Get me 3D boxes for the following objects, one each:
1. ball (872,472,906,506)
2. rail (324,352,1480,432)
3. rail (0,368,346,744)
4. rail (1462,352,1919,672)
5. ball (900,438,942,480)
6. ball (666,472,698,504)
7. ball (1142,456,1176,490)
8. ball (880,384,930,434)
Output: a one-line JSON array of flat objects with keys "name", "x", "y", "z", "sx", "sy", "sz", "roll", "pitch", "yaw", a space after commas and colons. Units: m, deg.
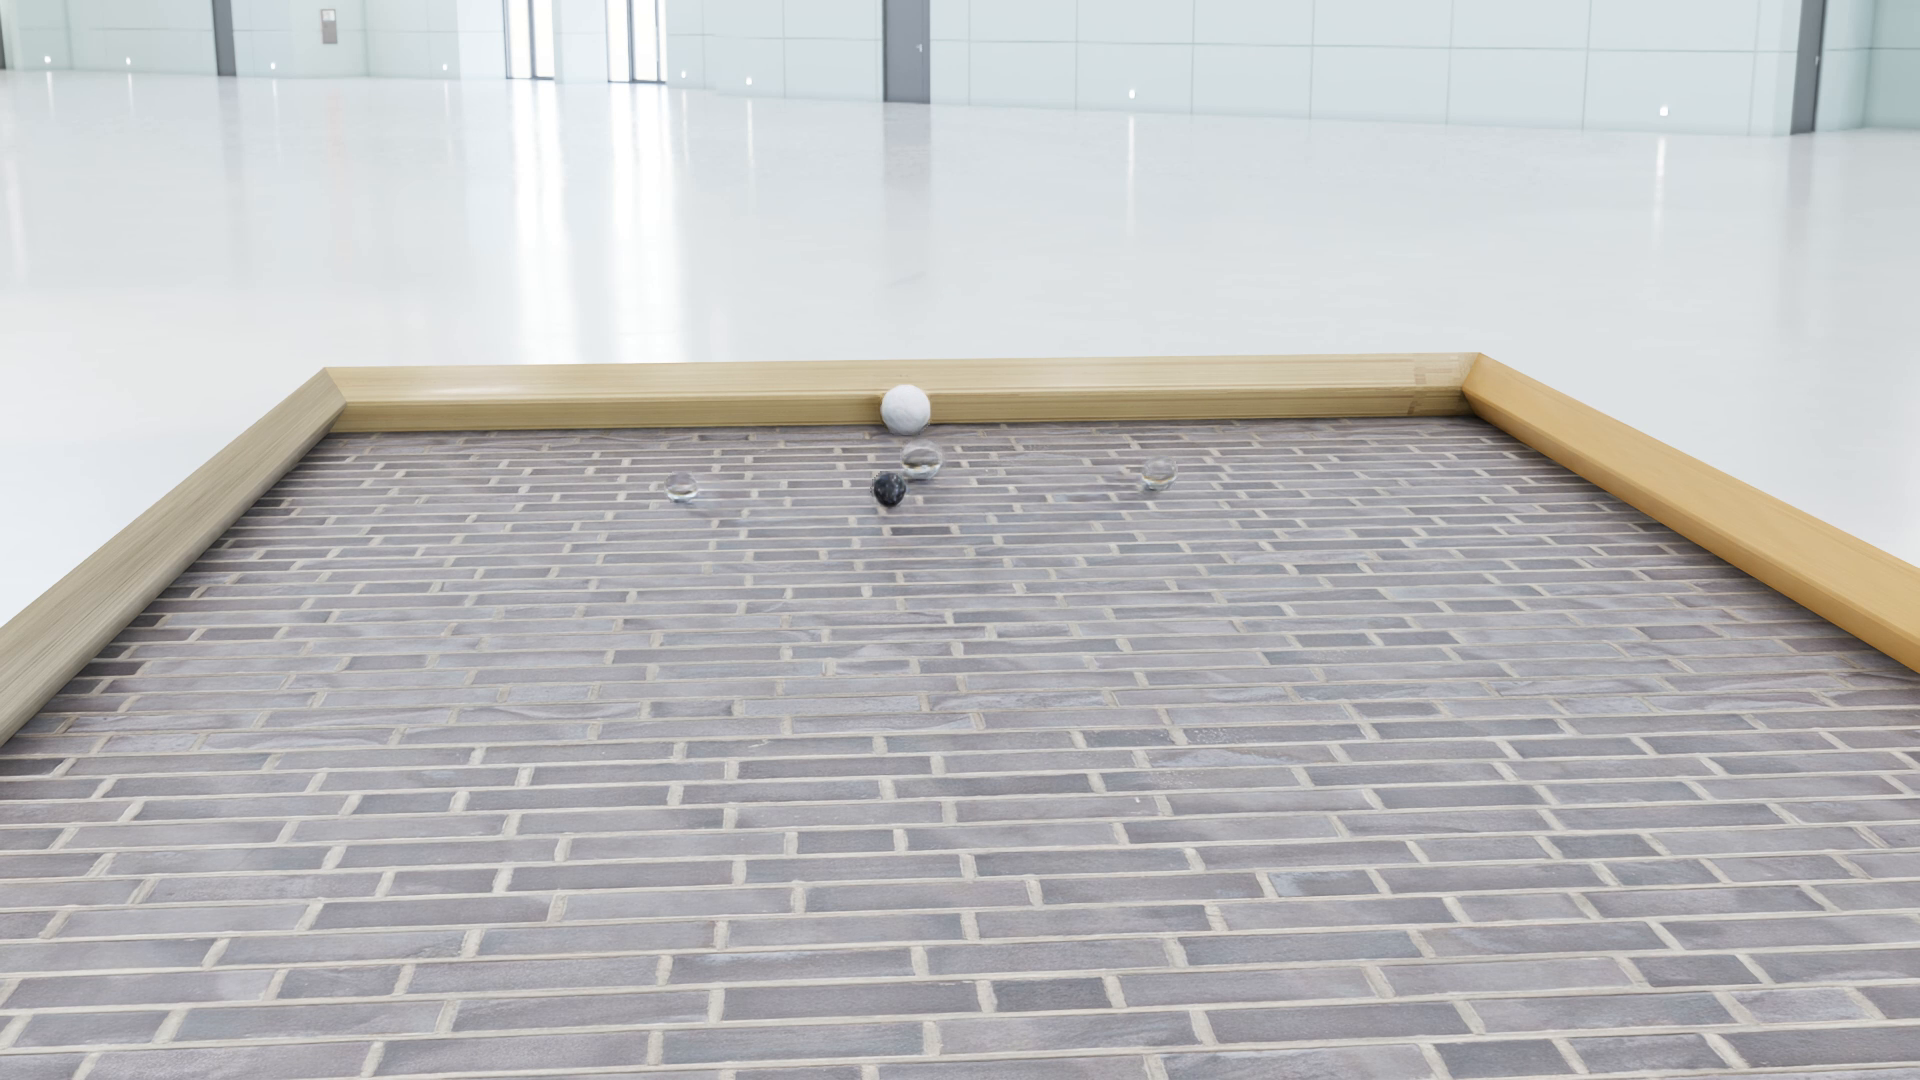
[{"name": "ball", "x": -0.107, "y": -0.078, "z": 3.339, "sx": 0.050, "sy": 0.050, "sz": 0.050, "roll": 0, "pitch": 14, "yaw": 0}, {"name": "rail", "x": -0.081, "y": -0.264, "z": 3.963, "sx": 2.093, "sy": 0.116, "sz": 0.045, "roll": -1, "pitch": 14, "yaw": -5}, {"name": "rail", "x": -0.936, "y": 0.228, "z": 1.939, "sx": 0.045, "sy": 0.116, "sz": 4.060, "roll": -1, "pitch": 14, "yaw": -5}, {"name": "rail", "x": 1.103, "y": 0.189, "z": 2.102, "sx": 0.045, "sy": 0.116, "sz": 4.060, "roll": -1, "pitch": 14, "yaw": -5}, {"name": "ball", "x": -0.062, "y": -0.129, "z": 3.519, "sx": 0.065, "sy": 0.065, "sz": 0.065, "roll": 0, "pitch": 14, "yaw": 0}, {"name": "ball", "x": -0.424, "y": -0.079, "z": 3.350, "sx": 0.049, "sy": 0.049, "sz": 0.049, "roll": 0, "pitch": 14, "yaw": 0}, {"name": "ball", "x": 0.311, "y": -0.104, "z": 3.439, "sx": 0.054, "sy": 0.054, "sz": 0.054, "roll": 0, "pitch": 14, "yaw": 0}, {"name": "ball", "x": -0.096, "y": -0.230, "z": 3.884, "sx": 0.089, "sy": 0.089, "sz": 0.089, "roll": 0, "pitch": 14, "yaw": 0}]
